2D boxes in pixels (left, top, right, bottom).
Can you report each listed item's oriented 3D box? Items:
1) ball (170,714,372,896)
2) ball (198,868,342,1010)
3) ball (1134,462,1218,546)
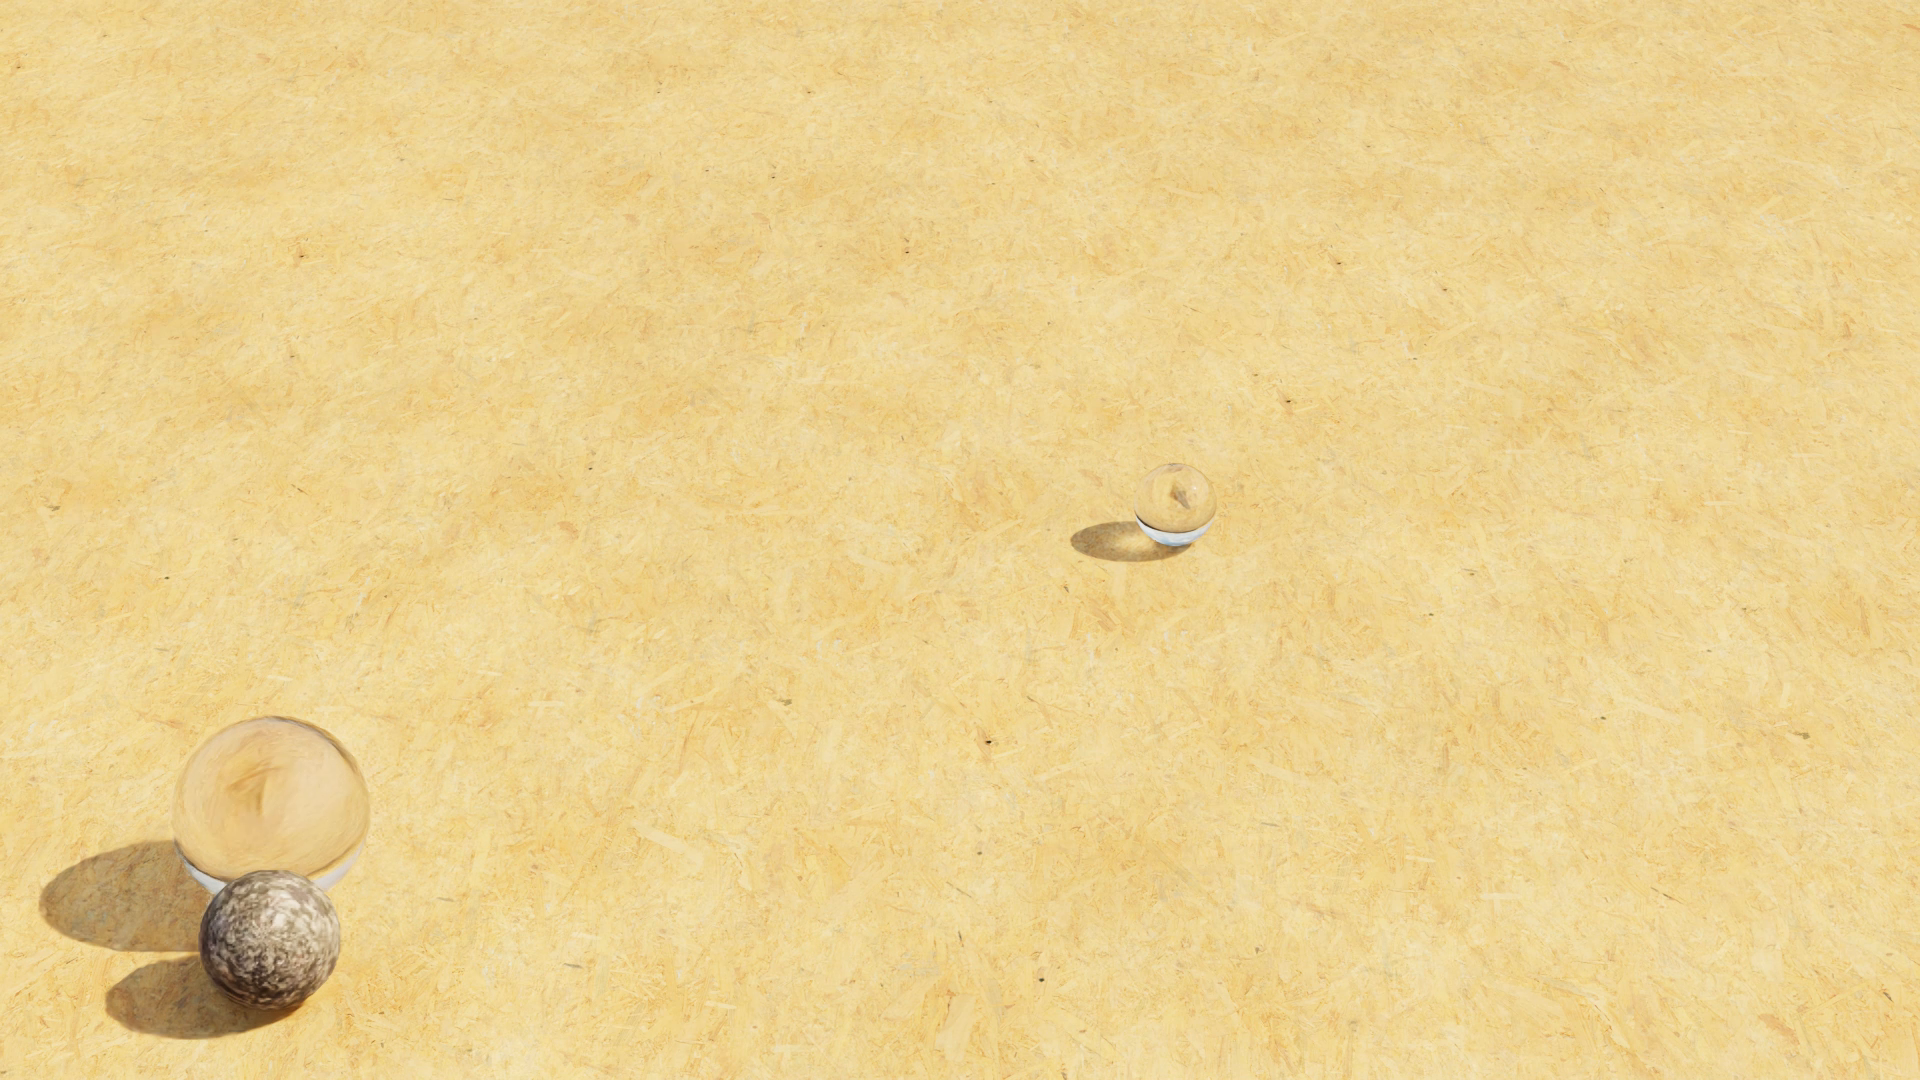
[{"bbox_3d":[-0.333,0.132,1.422,0.095,0.095,0.095,0,30,0],"label":"ball"},{"bbox_3d":[-0.319,0.185,1.361,0.065,0.065,0.065,0,30,0],"label":"ball"},{"bbox_3d":[0.127,-0.021,1.736,0.050,0.050,0.050,0,30,0],"label":"ball"}]
